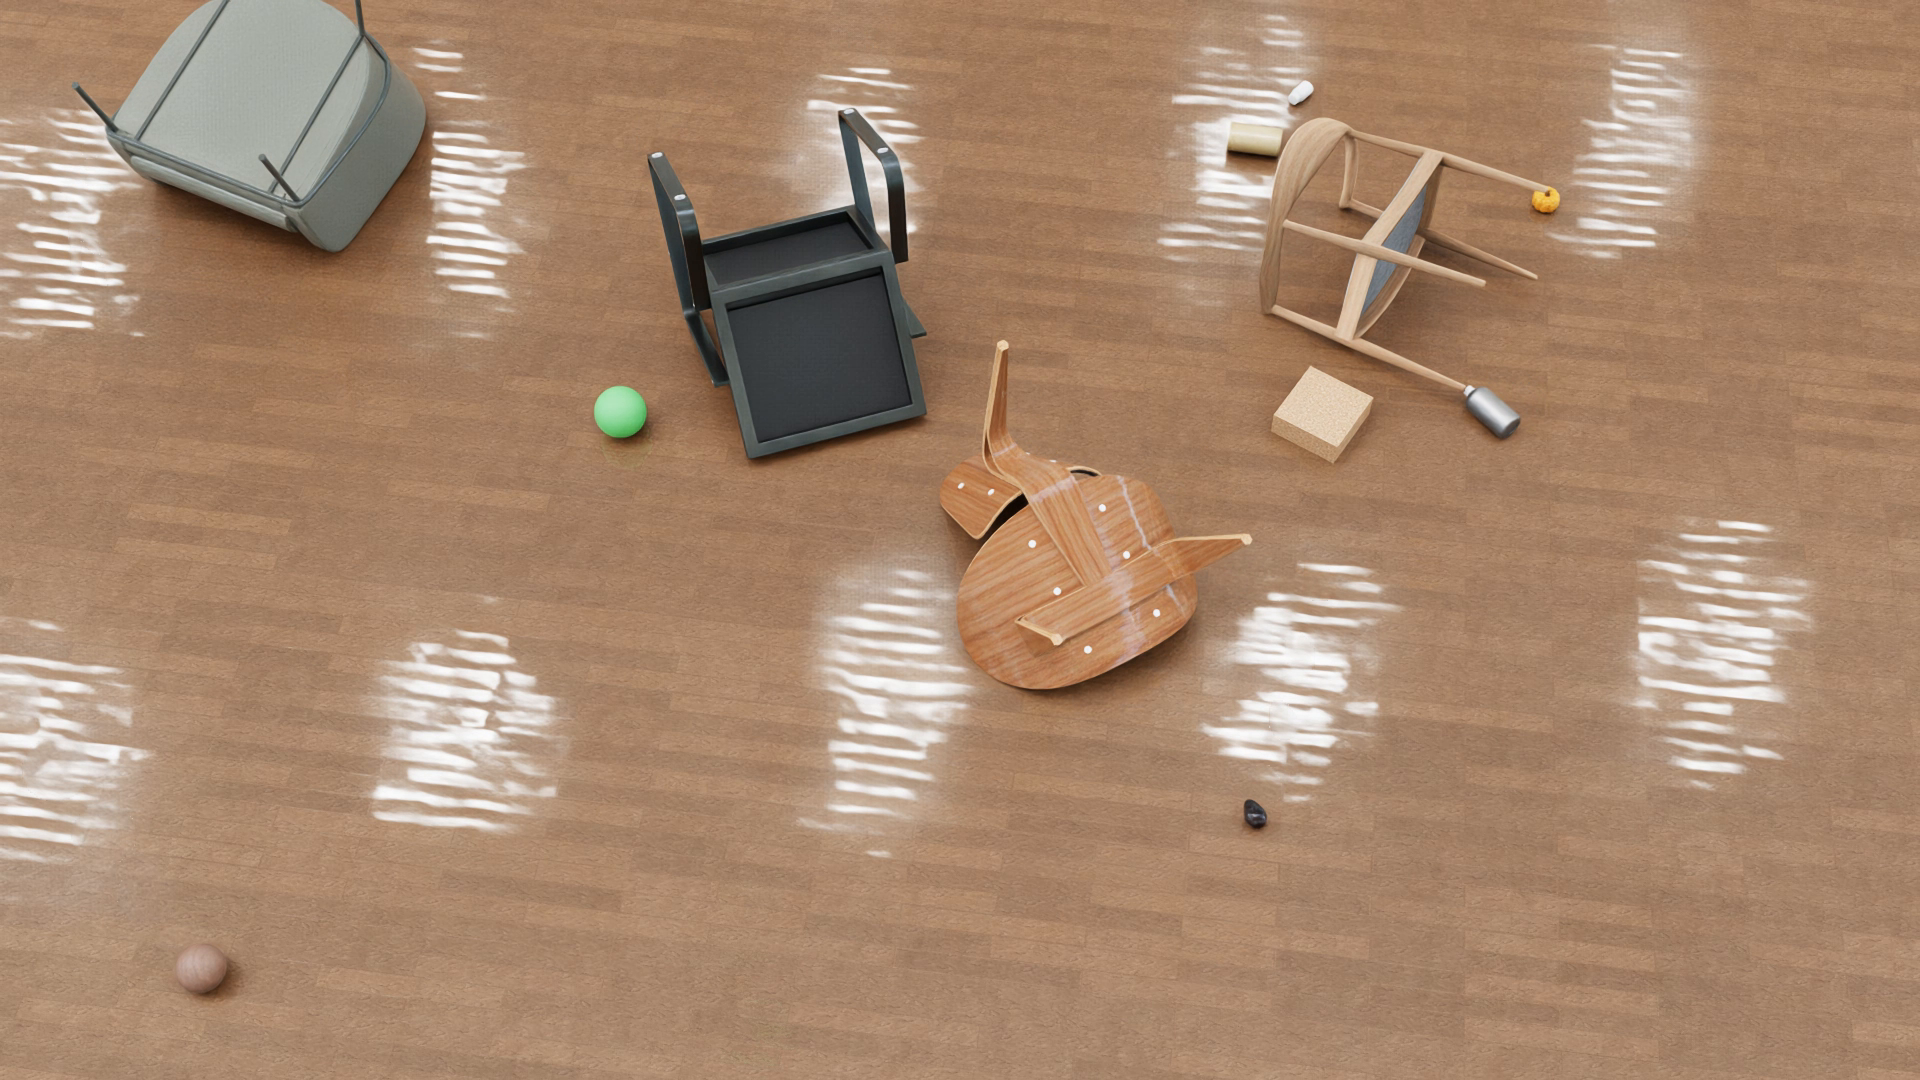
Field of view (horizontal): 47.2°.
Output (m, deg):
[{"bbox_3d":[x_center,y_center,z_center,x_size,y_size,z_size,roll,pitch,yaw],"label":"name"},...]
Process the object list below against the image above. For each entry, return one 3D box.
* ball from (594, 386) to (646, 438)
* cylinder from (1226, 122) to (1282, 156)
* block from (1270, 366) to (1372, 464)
[{"bbox_3d":[-1.041,-0.392,6.741,0.160,0.160,0.160,0,56,0],"label":"ball"},{"bbox_3d":[0.995,-1.353,7.425,0.175,0.093,0.104,9,40,6],"label":"cylinder"},{"bbox_3d":[1.116,-0.388,6.783,0.220,0.084,0.229,29,61,18],"label":"block"}]
